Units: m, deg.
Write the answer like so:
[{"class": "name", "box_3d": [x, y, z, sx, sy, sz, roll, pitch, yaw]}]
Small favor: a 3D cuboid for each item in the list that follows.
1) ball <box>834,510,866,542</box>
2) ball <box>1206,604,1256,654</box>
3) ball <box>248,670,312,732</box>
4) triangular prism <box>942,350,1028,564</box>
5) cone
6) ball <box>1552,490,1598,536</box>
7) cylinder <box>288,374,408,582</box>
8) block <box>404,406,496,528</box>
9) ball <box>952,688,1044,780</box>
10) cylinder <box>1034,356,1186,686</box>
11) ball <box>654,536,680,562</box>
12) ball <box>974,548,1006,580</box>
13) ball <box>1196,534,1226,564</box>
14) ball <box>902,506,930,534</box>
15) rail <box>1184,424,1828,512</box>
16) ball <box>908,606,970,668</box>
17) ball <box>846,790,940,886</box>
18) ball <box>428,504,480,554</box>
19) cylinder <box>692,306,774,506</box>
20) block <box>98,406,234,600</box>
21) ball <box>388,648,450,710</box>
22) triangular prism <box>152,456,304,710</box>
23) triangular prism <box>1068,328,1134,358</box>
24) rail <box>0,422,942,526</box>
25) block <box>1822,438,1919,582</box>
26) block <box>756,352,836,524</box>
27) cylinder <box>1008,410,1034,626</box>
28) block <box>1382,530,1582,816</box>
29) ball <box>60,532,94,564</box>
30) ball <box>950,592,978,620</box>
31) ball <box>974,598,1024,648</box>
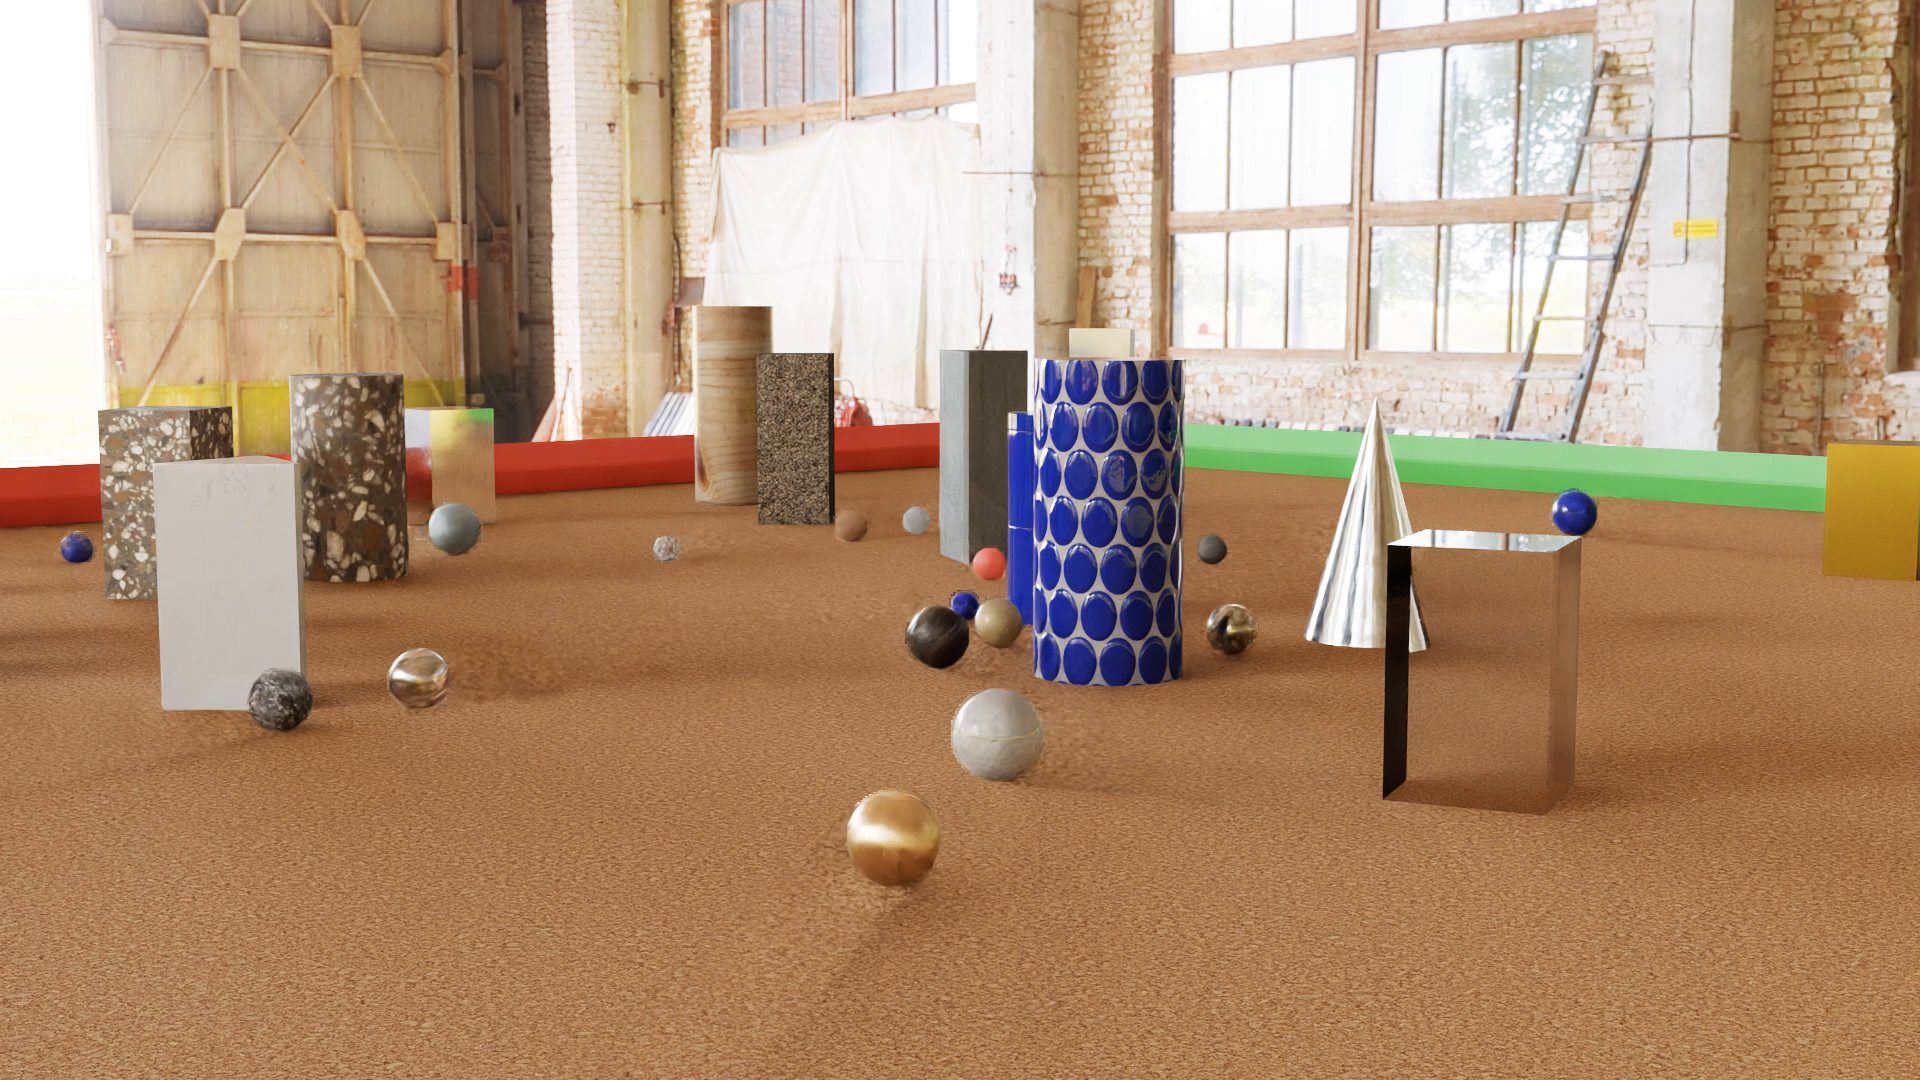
[{"class": "ball", "box_3d": [-0.206, -0.026, 4.138, 0.062, 0.062, 0.062, 0, 6, 0]}, {"class": "ball", "box_3d": [0.347, 0.114, 2.811, 0.064, 0.064, 0.064, 0, 6, 0]}, {"class": "ball", "box_3d": [-0.713, 0.168, 2.305, 0.064, 0.064, 0.064, 0, 6, 0]}, {"class": "triangular prism", "box_3d": [0.016, -0.152, 3.885, 0.136, 0.365, 0.157, 6, 8, 44]}, {"class": "cone", "box_3d": [0.553, -0.031, 2.938, 0.181, 0.326, 0.181, 0, 6, 0]}, {"class": "ball", "box_3d": [1.190, -0.052, 4.257, 0.087, 0.087, 0.087, 0, 6, 0]}, {"class": "cylinder", "box_3d": [-1.005, -0.106, 3.621, 0.181, 0.331, 0.181, 0, 6, 0]}, {"class": "block", "box_3d": [-1.051, -0.151, 4.483, 0.145, 0.236, 0.145, -6, 8, -44]}, {"class": "ball", "box_3d": [0.036, 0.183, 2.065, 0.086, 0.086, 0.086, 0, 6, 0]}, {"class": "cylinder", "box_3d": [0.179, -0.027, 2.648, 0.181, 0.381, 0.181, 0, 6, 0]}, {"class": "ball", "box_3d": [-0.508, 0.015, 3.819, 0.047, 0.047, 0.047, 0, 6, 0]}, {"class": "ball", "box_3d": [0.049, 0.039, 3.561, 0.054, 0.054, 0.054, 0, 6, 0]}, {"class": "ball", "box_3d": [0.433, 0.017, 3.783, 0.052, 0.052, 0.052, 0, 6, 0]}, {"class": "ball", "box_3d": [-0.085, -0.038, 4.284, 0.054, 0.054, 0.054, 0, 6, 0]}, {"class": "rail", "box_3d": [1.696, -0.136, 4.889, 0.045, 0.118, 4.218, -6, 8, -42]}, {"class": "ball", "box_3d": [-0.026, 0.119, 2.706, 0.077, 0.077, 0.077, 0, 6, 0]}, {"class": "ball", "box_3d": [-0.051, 0.230, 1.691, 0.073, 0.073, 0.073, 0, 6, 0]}, {"class": "ball", "box_3d": [-0.907, -0.020, 3.946, 0.091, 0.091, 0.091, 0, 6, 0]}, {"class": "cylinder", "box_3d": [-0.509, -0.305, 4.957, 0.181, 0.442, 0.181, 0, 6, 0]}, {"class": "block", "box_3d": [-1.220, -0.060, 3.394, 0.145, 0.287, 0.145, 1, 6, 7]}, {"class": "ball", "box_3d": [-0.597, 0.153, 2.430, 0.067, 0.067, 0.067, 0, 6, 0]}, {"class": "triangular prism", "box_3d": [-0.804, 0.045, 2.483, 0.157, 0.272, 0.136, 0, 6, -2]}, {"class": "triangular prism", "box_3d": [0.335, -0.254, 4.704, 0.157, 0.395, 0.136, 4, 7, 35]}, {"class": "rail", "box_3d": [-1.414, -0.132, 4.856, 4.663, 0.118, 0.045, -6, 8, -42]}, {"class": "block", "box_3d": [1.527, -0.052, 3.642, 0.145, 0.219, 0.145, 4, 7, 35]}, {"class": "block", "box_3d": [-0.337, -0.210, 4.527, 0.145, 0.345, 0.145, 0, 6, 1]}, {"class": "cylinder", "box_3d": [0.158, -0.034, 3.121, 0.181, 0.293, 0.181, 0, 6, 0]}, {"class": "block", "box_3d": [0.478, 0.116, 2.008, 0.145, 0.232, 0.145, 3, 7, 25]}, {"class": "ball", "box_3d": [-1.525, 0.013, 3.800, 0.055, 0.055, 0.055, 0, 6, 0]}, {"class": "ball", "box_3d": [0.007, 0.094, 3.114, 0.040, 0.040, 0.040, 0, 6, 0]}, {"class": "ball", "box_3d": [0.050, 0.108, 2.868, 0.064, 0.064, 0.064, 0, 6, 0]}]
